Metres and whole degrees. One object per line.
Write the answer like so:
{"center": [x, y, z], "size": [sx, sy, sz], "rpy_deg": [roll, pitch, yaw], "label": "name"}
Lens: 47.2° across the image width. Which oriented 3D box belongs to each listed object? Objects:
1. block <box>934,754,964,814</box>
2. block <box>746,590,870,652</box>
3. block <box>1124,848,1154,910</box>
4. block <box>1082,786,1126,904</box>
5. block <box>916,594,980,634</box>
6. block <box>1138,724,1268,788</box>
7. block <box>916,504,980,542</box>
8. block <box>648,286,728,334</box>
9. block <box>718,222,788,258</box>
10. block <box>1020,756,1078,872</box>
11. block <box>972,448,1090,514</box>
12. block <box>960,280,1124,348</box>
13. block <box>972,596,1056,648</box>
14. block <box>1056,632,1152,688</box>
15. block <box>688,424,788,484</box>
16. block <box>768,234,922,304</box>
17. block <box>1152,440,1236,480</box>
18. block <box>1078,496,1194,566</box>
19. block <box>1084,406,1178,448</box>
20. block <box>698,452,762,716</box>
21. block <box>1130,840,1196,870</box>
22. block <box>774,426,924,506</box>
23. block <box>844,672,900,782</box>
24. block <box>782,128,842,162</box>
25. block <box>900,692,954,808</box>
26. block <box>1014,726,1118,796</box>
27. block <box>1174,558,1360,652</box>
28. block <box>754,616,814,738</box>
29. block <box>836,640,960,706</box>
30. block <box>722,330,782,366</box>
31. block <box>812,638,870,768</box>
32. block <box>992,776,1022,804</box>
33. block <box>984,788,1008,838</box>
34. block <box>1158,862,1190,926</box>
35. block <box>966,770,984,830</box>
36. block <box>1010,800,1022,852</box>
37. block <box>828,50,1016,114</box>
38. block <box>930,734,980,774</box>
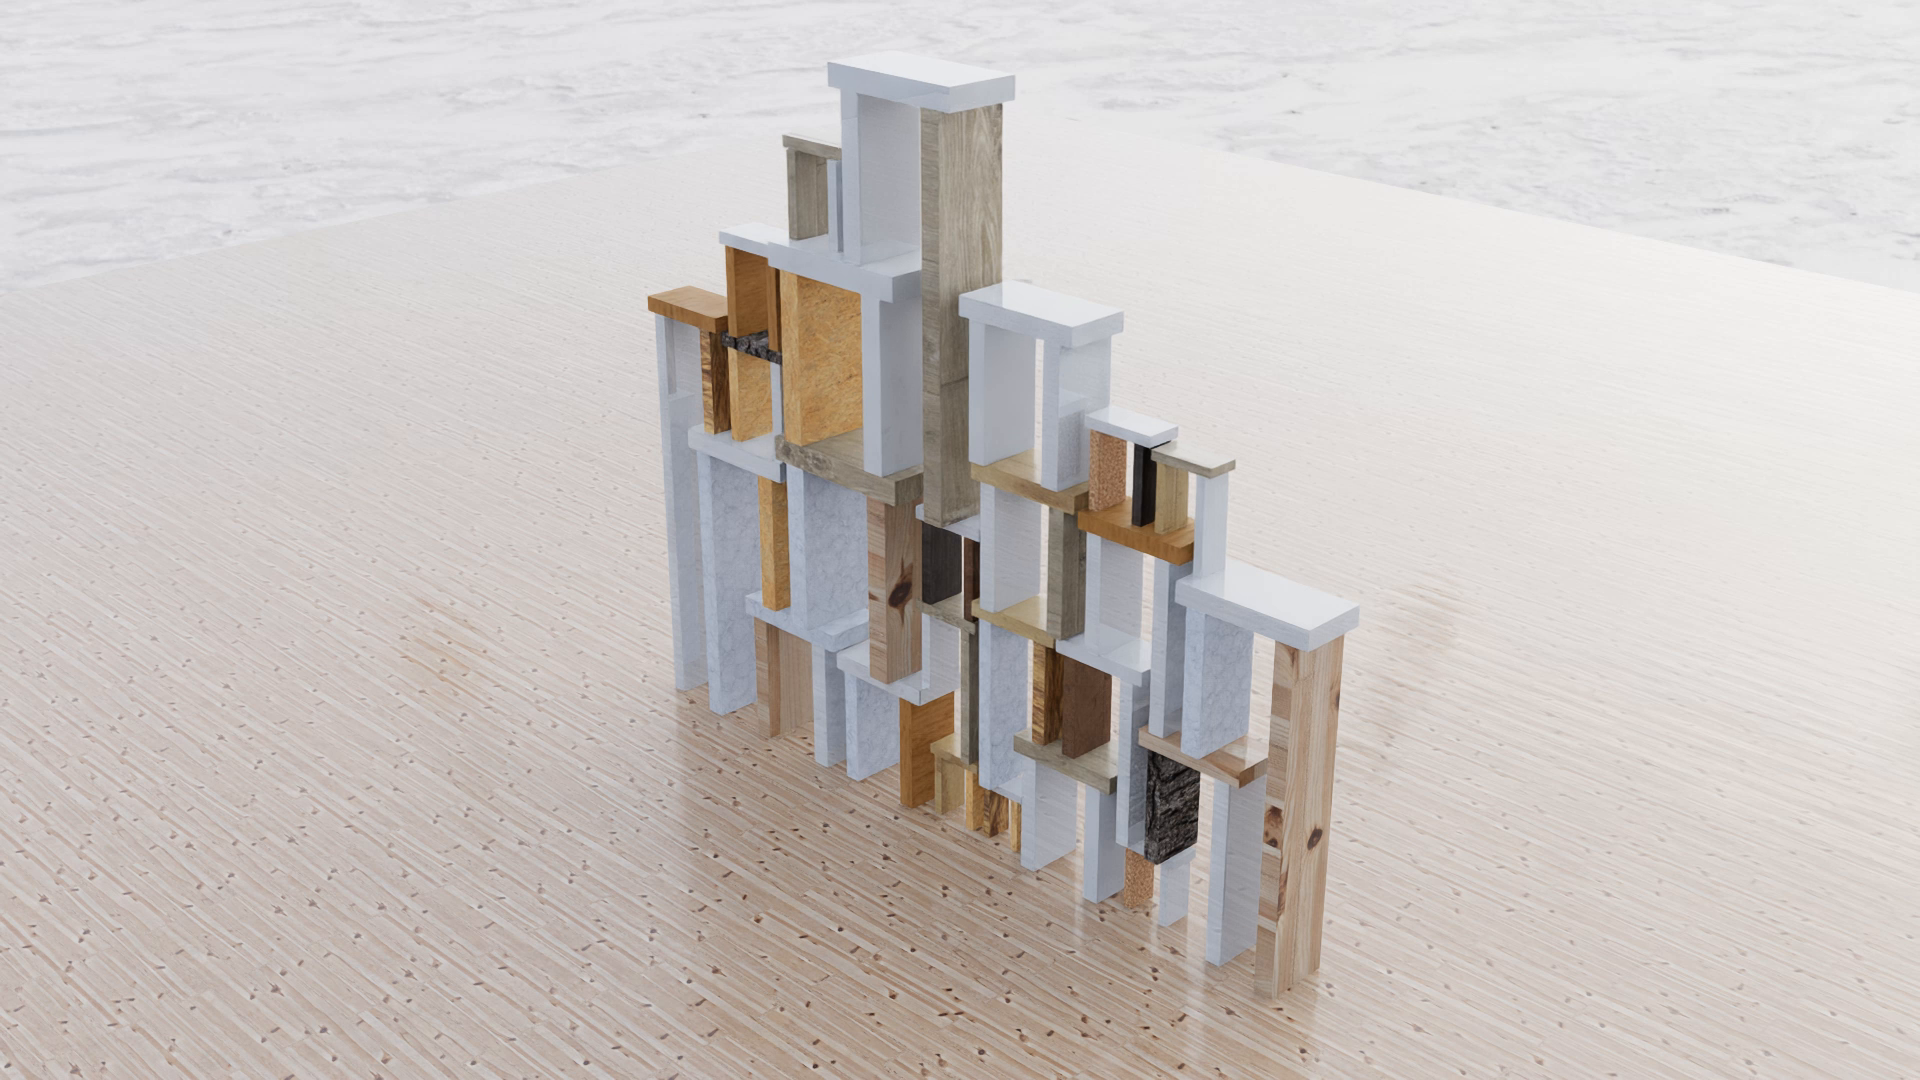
{"center": [-0.021, 0.484, 4.450], "size": [0.066, 0.132, 0.019], "rpy_deg": [-21, 31, -41], "label": "block"}
{"center": [-0.309, 0.156, 4.633], "size": [0.139, 0.039, 0.277], "rpy_deg": [-21, 31, -41], "label": "block"}
{"center": [0.337, 0.623, 4.128], "size": [0.064, 0.128, 0.018], "rpy_deg": [-21, 31, -41], "label": "block"}
{"center": [0.288, 0.553, 4.147], "size": [0.034, 0.243, 0.122], "rpy_deg": [21, 31, 41], "label": "block"}
{"center": [0.000, 0.138, 4.282], "size": [0.081, 0.023, 0.162], "rpy_deg": [-21, 31, -40], "label": "block"}
{"center": [0.441, 0.367, 3.897], "size": [0.114, 0.032, 0.228], "rpy_deg": [-21, 31, -40], "label": "block"}
{"center": [0.005, -0.042, 4.206], "size": [0.086, 0.024, 0.172], "rpy_deg": [-21, 31, -41], "label": "block"}
{"center": [-0.539, -0.484, 4.603], "size": [0.113, 0.032, 0.226], "rpy_deg": [-21, 31, -40], "label": "block"}
{"center": [-0.383, -0.595, 4.380], "size": [0.189, 0.027, 0.095], "rpy_deg": [21, 31, 41], "label": "block"}
{"center": [0.173, 0.508, 4.253], "size": [0.034, 0.243, 0.121], "rpy_deg": [21, 31, 41], "label": "block"}
{"center": [0.156, -0.113, 4.005], "size": [0.255, 0.036, 0.127], "rpy_deg": [21, 31, 40], "label": "block"}
{"center": [0.143, -0.402, 3.895], "size": [0.272, 0.039, 0.136], "rpy_deg": [21, 31, 40], "label": "block"}
{"center": [0.133, 0.143, 4.138], "size": [0.210, 0.030, 0.105], "rpy_deg": [21, 31, 40], "label": "block"}
{"center": [0.285, 0.206, 4.001], "size": [0.103, 0.029, 0.206], "rpy_deg": [-21, 31, -40], "label": "block"}
{"center": [-0.417, -0.196, 4.598], "size": [0.297, 0.042, 0.148], "rpy_deg": [21, 31, 41], "label": "block"}
{"center": [-0.185, -0.531, 4.202], "size": [0.176, 0.050, 0.352], "rpy_deg": [-21, 31, -40], "label": "block"}
{"center": [0.395, -0.137, 3.728], "size": [0.065, 0.018, 0.131], "rpy_deg": [-21, 31, -40], "label": "block"}
{"center": [0.332, -0.020, 3.853], "size": [0.117, 0.033, 0.234], "rpy_deg": [-22, 31, -40], "label": "block"}
{"center": [0.297, -0.197, 3.817], "size": [0.150, 0.021, 0.075], "rpy_deg": [21, 31, 40], "label": "block"}
{"center": [-0.487, 0.079, 4.790], "size": [0.042, 0.613, 0.148], "rpy_deg": [21, 31, 41], "label": "block"}
{"center": [0.367, 0.568, 4.072], "size": [0.064, 0.018, 0.128], "rpy_deg": [-21, 31, -41], "label": "block"}
{"center": [-0.185, -0.161, 4.359], "size": [0.177, 0.050, 0.354], "rpy_deg": [-21, 31, -40], "label": "block"}
{"center": [-0.181, 0.369, 4.580], "size": [0.034, 0.243, 0.121], "rpy_deg": [21, 31, 41], "label": "block"}
{"center": [-0.247, -0.752, 4.179], "size": [0.088, 0.025, 0.175], "rpy_deg": [-21, 31, -41], "label": "block"}
{"center": [-0.066, 0.414, 4.474], "size": [0.034, 0.243, 0.121], "rpy_deg": [21, 31, 41], "label": "block"}
{"center": [0.231, 0.403, 4.146], "size": [0.243, 0.034, 0.122], "rpy_deg": [21, 31, 41], "label": "block"}
{"center": [0.515, 0.107, 3.702], "size": [0.280, 0.040, 0.140], "rpy_deg": [21, 31, 41], "label": "block"}
{"center": [-0.375, 0.276, 4.755], "size": [0.139, 0.277, 0.039], "rpy_deg": [-21, 31, -41], "label": "block"}
{"center": [-0.124, 0.264, 4.473], "size": [0.122, 0.034, 0.243], "rpy_deg": [-21, 31, -41], "label": "block"}
{"center": [-0.382, -0.399, 4.473], "size": [0.201, 0.028, 0.100], "rpy_deg": [21, 31, 41], "label": "block"}
{"center": [-0.244, 0.327, 4.635], "size": [0.139, 0.277, 0.039], "rpy_deg": [-21, 31, -41], "label": "block"}
{"center": [0.099, 0.483, 4.317], "size": [0.112, 0.016, 0.056], "rpy_deg": [21, 31, 40], "label": "block"}
{"center": [0.072, 0.531, 4.366], "size": [0.016, 0.112, 0.056], "rpy_deg": [21, 31, 41], "label": "block"}
{"center": [0.397, 0.647, 4.072], "size": [0.064, 0.128, 0.018], "rpy_deg": [-21, 31, -41], "label": "block"}
{"center": [0.042, 0.508, 4.393], "size": [0.066, 0.132, 0.019], "rpy_deg": [-21, 31, -41], "label": "block"}
{"center": [0.125, 0.552, 4.317], "size": [0.016, 0.112, 0.056], "rpy_deg": [21, 31, 41], "label": "block"}
{"center": [-0.072, -0.825, 3.949], "size": [0.161, 0.046, 0.322], "rpy_deg": [-21, 30, -40], "label": "block"}
{"center": [0.011, 0.427, 4.392], "size": [0.066, 0.019, 0.132], "rpy_deg": [-21, 31, -41], "label": "block"}
